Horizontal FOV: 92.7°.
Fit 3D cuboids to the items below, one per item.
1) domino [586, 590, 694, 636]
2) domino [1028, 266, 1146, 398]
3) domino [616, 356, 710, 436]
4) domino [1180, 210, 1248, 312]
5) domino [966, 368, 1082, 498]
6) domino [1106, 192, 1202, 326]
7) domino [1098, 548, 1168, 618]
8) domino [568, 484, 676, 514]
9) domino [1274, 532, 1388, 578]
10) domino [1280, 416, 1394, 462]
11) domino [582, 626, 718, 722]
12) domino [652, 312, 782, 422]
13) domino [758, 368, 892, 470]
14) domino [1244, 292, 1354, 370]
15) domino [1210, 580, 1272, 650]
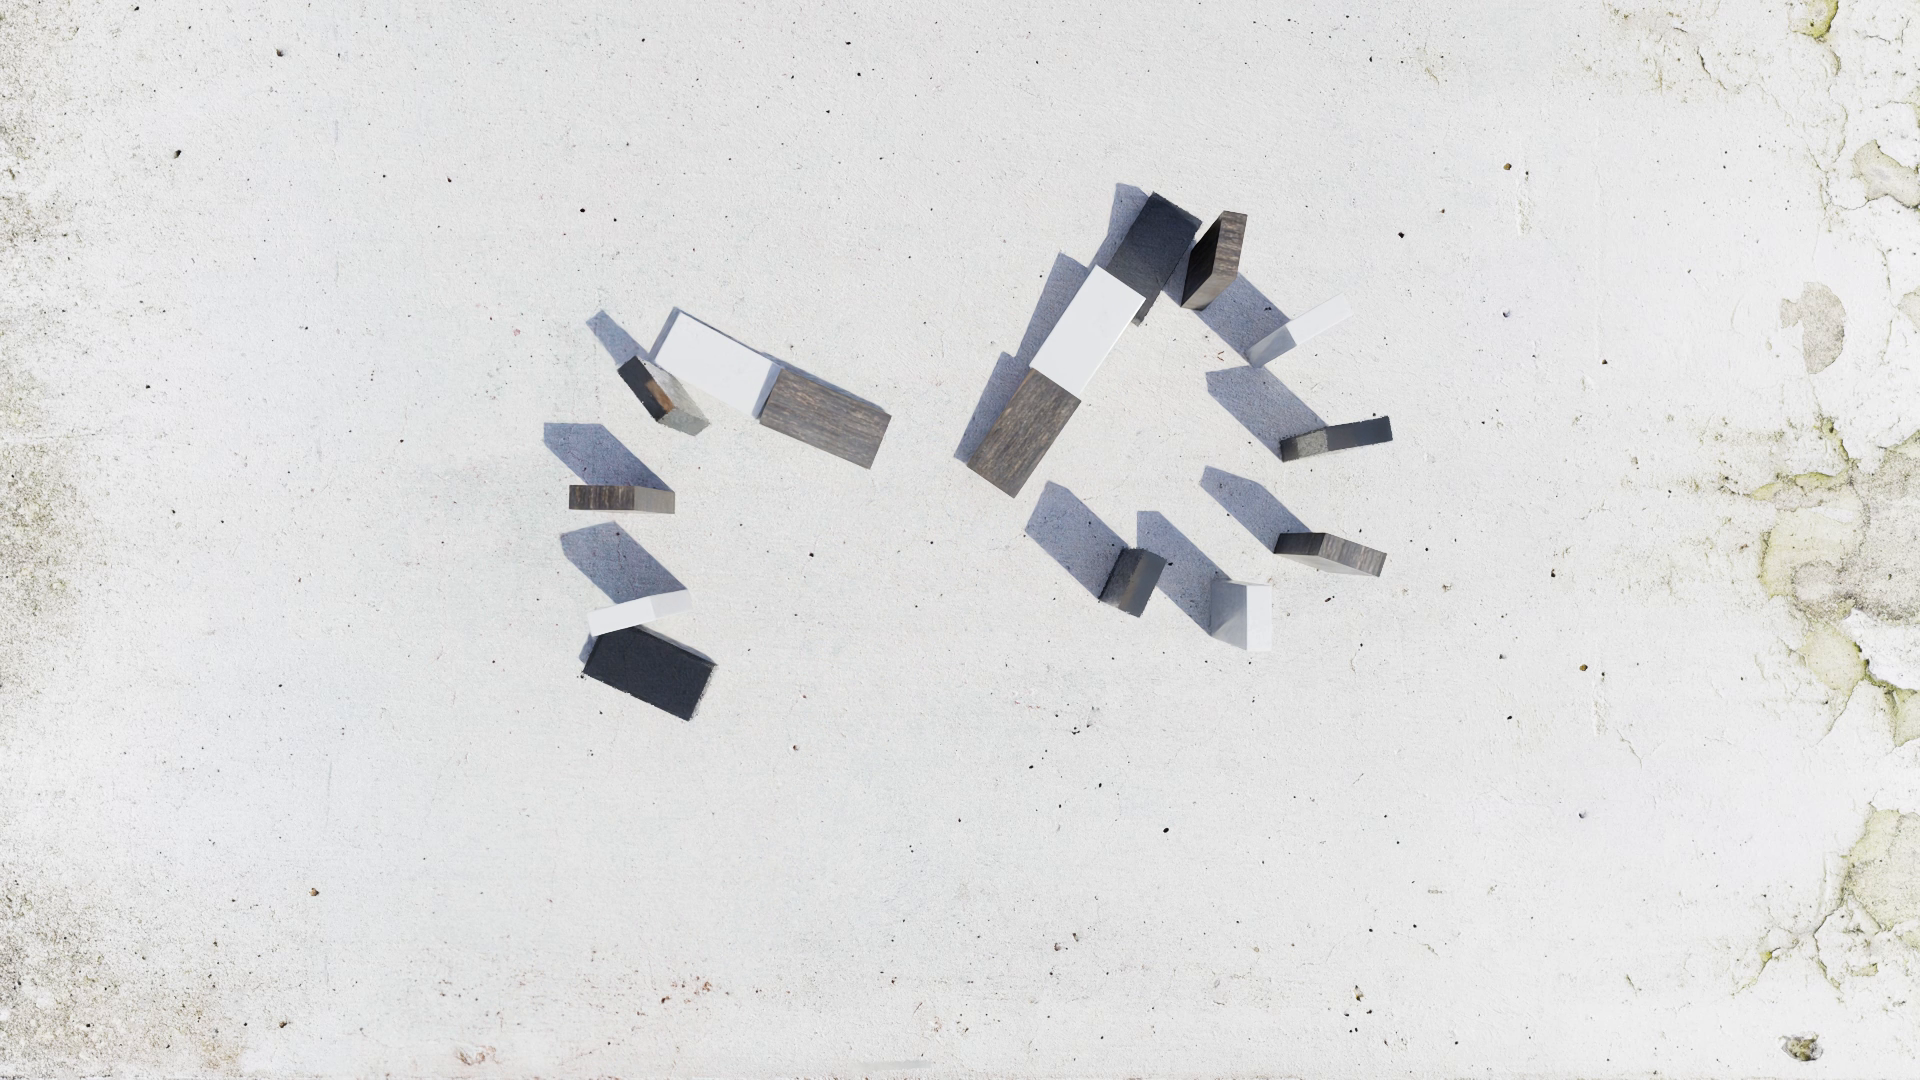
[{"bbox_3d":[-0.130,0.029,0.375,0.025,0.050,0.010,-15,90,0],"label":"domino"},{"bbox_3d":[0.054,-0.088,0.390,0.025,0.009,0.050,34,103,0],"label":"domino"},{"bbox_3d":[-0.120,-0.058,0.375,0.009,0.050,0.025,-38,90,0],"label":"domino"},{"bbox_3d":[0.103,-0.113,0.375,0.010,0.050,0.025,10,90,0],"label":"domino"},{"bbox_3d":[0.027,-0.045,0.391,0.025,0.009,0.050,34,101,0],"label":"domino"},{"bbox_3d":[0.080,-0.121,0.395,0.025,0.010,0.050,31,90,0],"label":"domino"},{"bbox_3d":[0.070,0.017,0.375,0.010,0.050,0.025,25,90,0],"label":"domino"},{"bbox_3d":[-0.137,-0.016,0.375,0.025,0.050,0.009,1,90,0],"label":"domino"},{"bbox_3d":[0.150,0.006,0.375,0.025,0.050,0.009,19,90,0],"label":"domino"},{"bbox_3d":[0.152,-0.041,0.375,0.025,0.050,0.010,-9,90,0],"label":"domino"},{"bbox_3d":[-0.133,0.056,0.395,0.050,0.009,0.025,25,90,0],"label":"domino"},{"bbox_3d":[-0.103,-0.074,0.395,0.050,0.009,0.025,28,90,0],"label":"domino"},{"bbox_3d":[-0.057,-0.051,0.391,0.050,0.009,0.025,22,90,-11],"label":"domino"},{"bbox_3d":[0.137,-0.085,0.375,0.025,0.050,0.009,-30,90,0],"label":"domino"},{"bbox_3d":[0.114,0.030,0.375,0.009,0.050,0.025,0,90,0],"label":"domino"}]
